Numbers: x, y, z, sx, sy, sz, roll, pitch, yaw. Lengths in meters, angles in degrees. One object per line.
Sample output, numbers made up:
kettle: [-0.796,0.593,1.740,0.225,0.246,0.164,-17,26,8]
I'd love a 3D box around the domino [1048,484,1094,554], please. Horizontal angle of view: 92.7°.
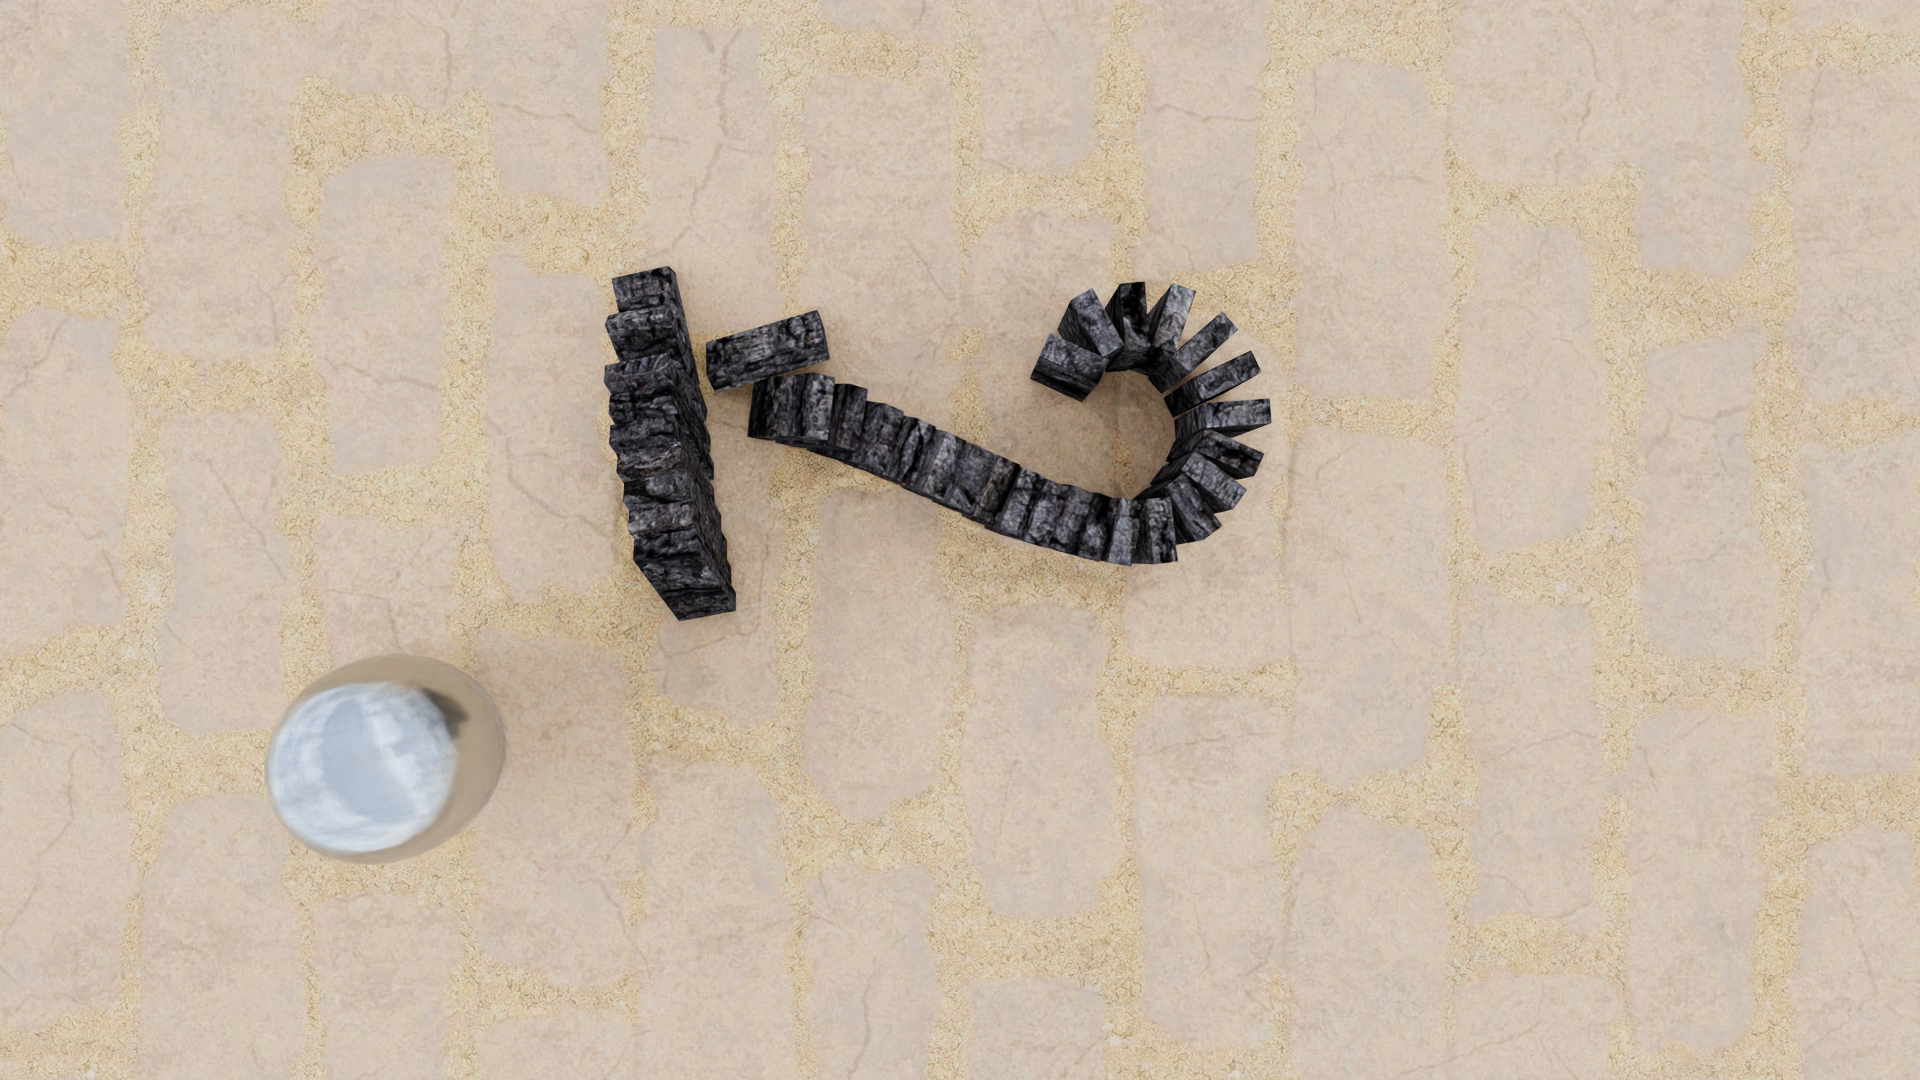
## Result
domino: [0.036,-0.010,0.375,0.009,0.050,0.025,20,90,-18]

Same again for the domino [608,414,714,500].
domino: [-0.121,-0.030,0.377,0.025,0.050,0.010,-10,56,0]

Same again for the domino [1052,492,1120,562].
domino: [0.048,-0.007,0.375,0.010,0.050,0.025,18,90,-13]

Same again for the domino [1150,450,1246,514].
domino: [0.096,-0.022,0.375,0.025,0.050,0.009,37,87,0]

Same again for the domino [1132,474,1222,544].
domino: [0.087,-0.011,0.375,0.010,0.050,0.025,-36,90,-6]

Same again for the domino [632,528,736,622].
domino: [-0.112,0.015,0.377,0.025,0.050,0.009,-11,56,0]

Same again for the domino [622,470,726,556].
domino: [-0.116,-0.007,0.377,0.025,0.050,0.009,-10,56,0]

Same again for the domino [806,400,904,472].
domino: [-0.044,-0.045,0.378,0.010,0.050,0.025,18,90,-39]

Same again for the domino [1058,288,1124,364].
domino: [0.053,-0.083,0.375,0.010,0.050,0.025,-29,90,0]

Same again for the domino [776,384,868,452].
domino: [-0.058,-0.051,0.378,0.010,0.050,0.025,10,90,-40]

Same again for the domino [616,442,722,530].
domino: [-0.118,-0.019,0.377,0.025,0.050,0.010,-11,56,0]

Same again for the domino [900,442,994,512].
domino: [-0.006,-0.028,0.376,0.010,0.050,0.025,22,90,-28]

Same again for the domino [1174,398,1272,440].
domino: [0.106,-0.049,0.375,0.025,0.050,0.009,-4,90,0]

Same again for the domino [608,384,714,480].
domino: [-0.122,-0.041,0.377,0.025,0.050,0.010,-10,56,0]

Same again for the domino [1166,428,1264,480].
domino: [0.103,-0.034,0.375,0.025,0.050,0.010,24,90,0]

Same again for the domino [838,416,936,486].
domino: [-0.031,-0.039,0.377,0.009,0.050,0.025,21,90,-36]

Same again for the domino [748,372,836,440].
domino: [-0.070,-0.054,0.378,0.010,0.050,0.025,7,90,-40]

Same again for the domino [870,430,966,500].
domino: [-0.018,-0.034,0.376,0.009,0.050,0.025,22,90,-33]

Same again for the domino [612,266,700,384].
domino: [-0.131,-0.090,0.395,0.025,0.009,0.050,-12,90,0]

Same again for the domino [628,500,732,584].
domino: [-0.114,0.004,0.377,0.025,0.050,0.010,-10,56,0]

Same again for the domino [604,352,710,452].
domino: [-0.123,-0.053,0.377,0.025,0.050,0.010,-11,55,0]

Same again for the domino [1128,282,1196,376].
domino: [0.082,-0.085,0.375,0.009,0.050,0.025,19,90,0]

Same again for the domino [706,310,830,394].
domino: [-0.082,-0.080,0.388,0.050,0.010,0.025,-16,46,0]

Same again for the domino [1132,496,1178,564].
domino: [0.074,-0.003,0.375,0.009,0.050,0.025,-7,90,-7]

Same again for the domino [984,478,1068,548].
domino: [0.026,-0.013,0.375,0.009,0.050,0.025,20,90,-18]

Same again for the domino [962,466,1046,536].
domino: [0.017,-0.017,0.375,0.010,0.050,0.025,22,90,-18]

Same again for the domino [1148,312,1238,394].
domino: [0.094,-0.076,0.375,0.025,0.050,0.009,-42,90,0]

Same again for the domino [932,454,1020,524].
domino: [0.006,-0.023,0.375,0.009,0.050,0.025,22,90,-23]

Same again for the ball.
ball: [-0.223,0.085,0.360,0.080,0.080,0.080,0,90,0]

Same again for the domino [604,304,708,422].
domino: [-0.125,-0.071,0.380,0.025,0.010,0.050,-11,129,-1]

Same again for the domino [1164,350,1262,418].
domino: [0.102,-0.063,0.375,0.025,0.050,0.009,-25,90,0]

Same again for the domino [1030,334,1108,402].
domino: [0.044,-0.070,0.375,0.025,0.050,0.009,24,90,0]

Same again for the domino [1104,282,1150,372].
domino: [0.067,-0.086,0.375,0.009,0.050,0.025,-5,90,0]

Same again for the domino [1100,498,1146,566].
domino: [0.060,-0.004,0.375,0.010,0.050,0.025,13,90,-8]
